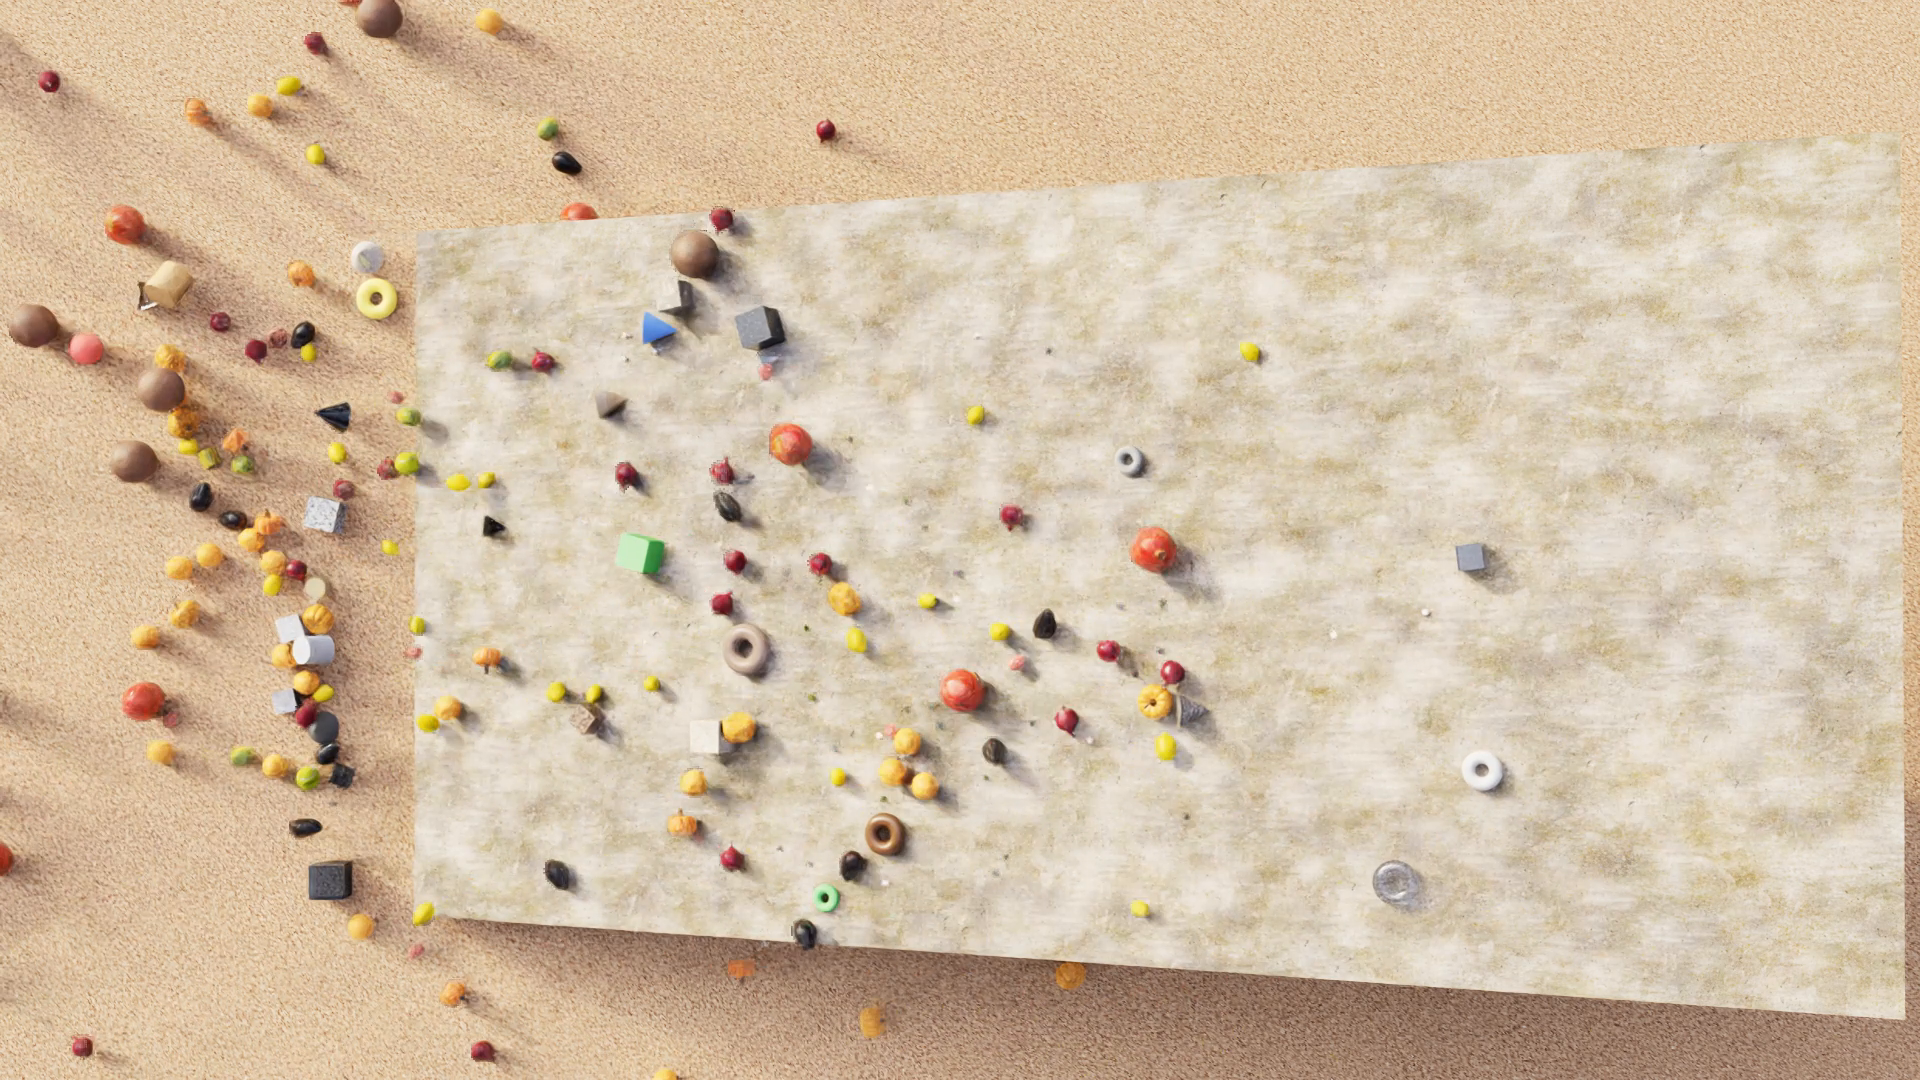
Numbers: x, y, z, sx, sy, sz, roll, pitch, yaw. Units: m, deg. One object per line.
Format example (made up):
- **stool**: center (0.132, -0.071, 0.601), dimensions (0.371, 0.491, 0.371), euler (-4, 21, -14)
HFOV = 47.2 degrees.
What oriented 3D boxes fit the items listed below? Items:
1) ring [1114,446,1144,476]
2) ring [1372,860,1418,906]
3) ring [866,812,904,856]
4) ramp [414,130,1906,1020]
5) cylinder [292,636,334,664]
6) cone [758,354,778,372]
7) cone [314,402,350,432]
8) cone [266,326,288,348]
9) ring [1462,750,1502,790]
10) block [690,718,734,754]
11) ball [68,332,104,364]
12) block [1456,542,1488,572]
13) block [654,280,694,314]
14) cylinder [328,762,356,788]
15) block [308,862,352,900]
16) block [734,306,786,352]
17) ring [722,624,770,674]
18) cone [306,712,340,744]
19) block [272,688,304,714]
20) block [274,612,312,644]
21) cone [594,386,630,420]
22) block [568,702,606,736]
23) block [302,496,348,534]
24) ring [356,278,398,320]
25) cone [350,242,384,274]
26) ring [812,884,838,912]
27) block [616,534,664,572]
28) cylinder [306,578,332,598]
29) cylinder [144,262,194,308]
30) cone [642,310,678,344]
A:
- **ring**: center (0.431, -0.203, 5.613), dimensions (0.077, 0.026, 0.077), euler (0, 91, 21)
- **ring**: center (1.058, 0.833, 5.344), dimensions (0.113, 0.038, 0.113), euler (0, 90, 21)
- **ring**: center (-0.200, 0.782, 5.846), dimensions (0.115, 0.038, 0.115), euler (0, 90, 21)
- **ramp**: center (0.283, 0.087, 5.736), dimensions (4.000, 0.100, 2.000), euler (0, 89, 22)
- **cylinder**: center (-1.899, 0.323, 6.461), dimensions (0.085, 0.085, 0.085), euler (-1, 89, 39)
- **cone**: center (-0.517, -0.492, 5.996), dimensions (0.054, 0.054, 0.054), euler (-20, 89, -7)
- **cone**: center (-1.856, -0.368, 6.462), dimensions (0.096, 0.096, 0.096), euler (8, 89, -37)
- **cone**: center (-2.031, -0.603, 6.499), dimensions (0.068, 0.068, 0.068), euler (0, 89, 0)
- **ring**: center (1.252, 0.552, 5.273), dimensions (0.097, 0.032, 0.097), euler (0, 90, 21)
- **block**: center (-0.679, 0.535, 6.013), dimensions (0.088, 0.088, 0.088), euler (-1, 89, 22)
- **ball**: center (-2.577, -0.565, 6.485), dimensions (0.095, 0.095, 0.095), euler (0, 89, 0)
- **block**: center (1.226, 0.041, 5.274), dimensions (0.061, 0.061, 0.061), euler (-8, 86, 21)
- **block**: center (-0.792, -0.672, 6.081), dimensions (0.074, 0.074, 0.074), euler (-12, 85, 21)
- **cylinder**: center (-1.821, 0.694, 6.478), dimensions (0.060, 0.060, 0.060), euler (23, 89, -18)
- **block**: center (-1.850, 1.000, 6.463), dimensions (0.099, 0.099, 0.099), euler (-1, 89, 0)
- **block**: center (-0.542, -0.573, 5.971), dimensions (0.091, 0.091, 0.091), euler (-18, 83, 21)
- **ring**: center (-0.584, 0.297, 6.001), dimensions (0.141, 0.047, 0.141), euler (0, 90, 21)
- **cone**: center (-1.888, 0.556, 6.469), dimensions (0.097, 0.097, 0.097), euler (0, 89, 0)
- **block**: center (-1.983, 0.476, 6.486), dimensions (0.065, 0.065, 0.065), euler (-12, 89, 0)
- **block**: center (-1.967, 0.260, 6.487), dimensions (0.070, 0.070, 0.070), euler (-19, 89, 0)
- **cone**: center (-0.969, -0.390, 6.165), dimensions (0.095, 0.095, 0.095), euler (-9, 89, -5)
- **block**: center (-1.047, 0.501, 6.173), dimensions (0.064, 0.064, 0.064), euler (41, 104, 17)
- **block**: center (-1.871, -0.075, 6.481), dimensions (0.090, 0.090, 0.090), euler (13, 89, 0)
- **ring**: center (-1.727, -0.714, 6.514), dimensions (0.121, 0.040, 0.121), euler (0, 90, 2)
- **cone**: center (-1.762, -0.840, 6.487), dimensions (0.097, 0.097, 0.097), euler (0, 89, 0)
- **ring**: center (-0.361, 0.963, 5.914), dimensions (0.077, 0.026, 0.077), euler (-1, 88, 22)
- **block**: center (-0.888, 0.036, 6.102), dimensions (0.089, 0.089, 0.089), euler (15, 95, 21)
- **cylinder**: center (-1.895, 0.140, 6.493), dimensions (0.060, 0.060, 0.060), euler (0, 89, 0)
- **cylinder**: center (-2.327, -0.751, 6.468), dimensions (0.098, 0.098, 0.098), euler (27, 60, 0)
- **cone**: center (-0.830, -0.586, 6.112), dimensions (0.096, 0.096, 0.096), euler (4, 89, -5)
